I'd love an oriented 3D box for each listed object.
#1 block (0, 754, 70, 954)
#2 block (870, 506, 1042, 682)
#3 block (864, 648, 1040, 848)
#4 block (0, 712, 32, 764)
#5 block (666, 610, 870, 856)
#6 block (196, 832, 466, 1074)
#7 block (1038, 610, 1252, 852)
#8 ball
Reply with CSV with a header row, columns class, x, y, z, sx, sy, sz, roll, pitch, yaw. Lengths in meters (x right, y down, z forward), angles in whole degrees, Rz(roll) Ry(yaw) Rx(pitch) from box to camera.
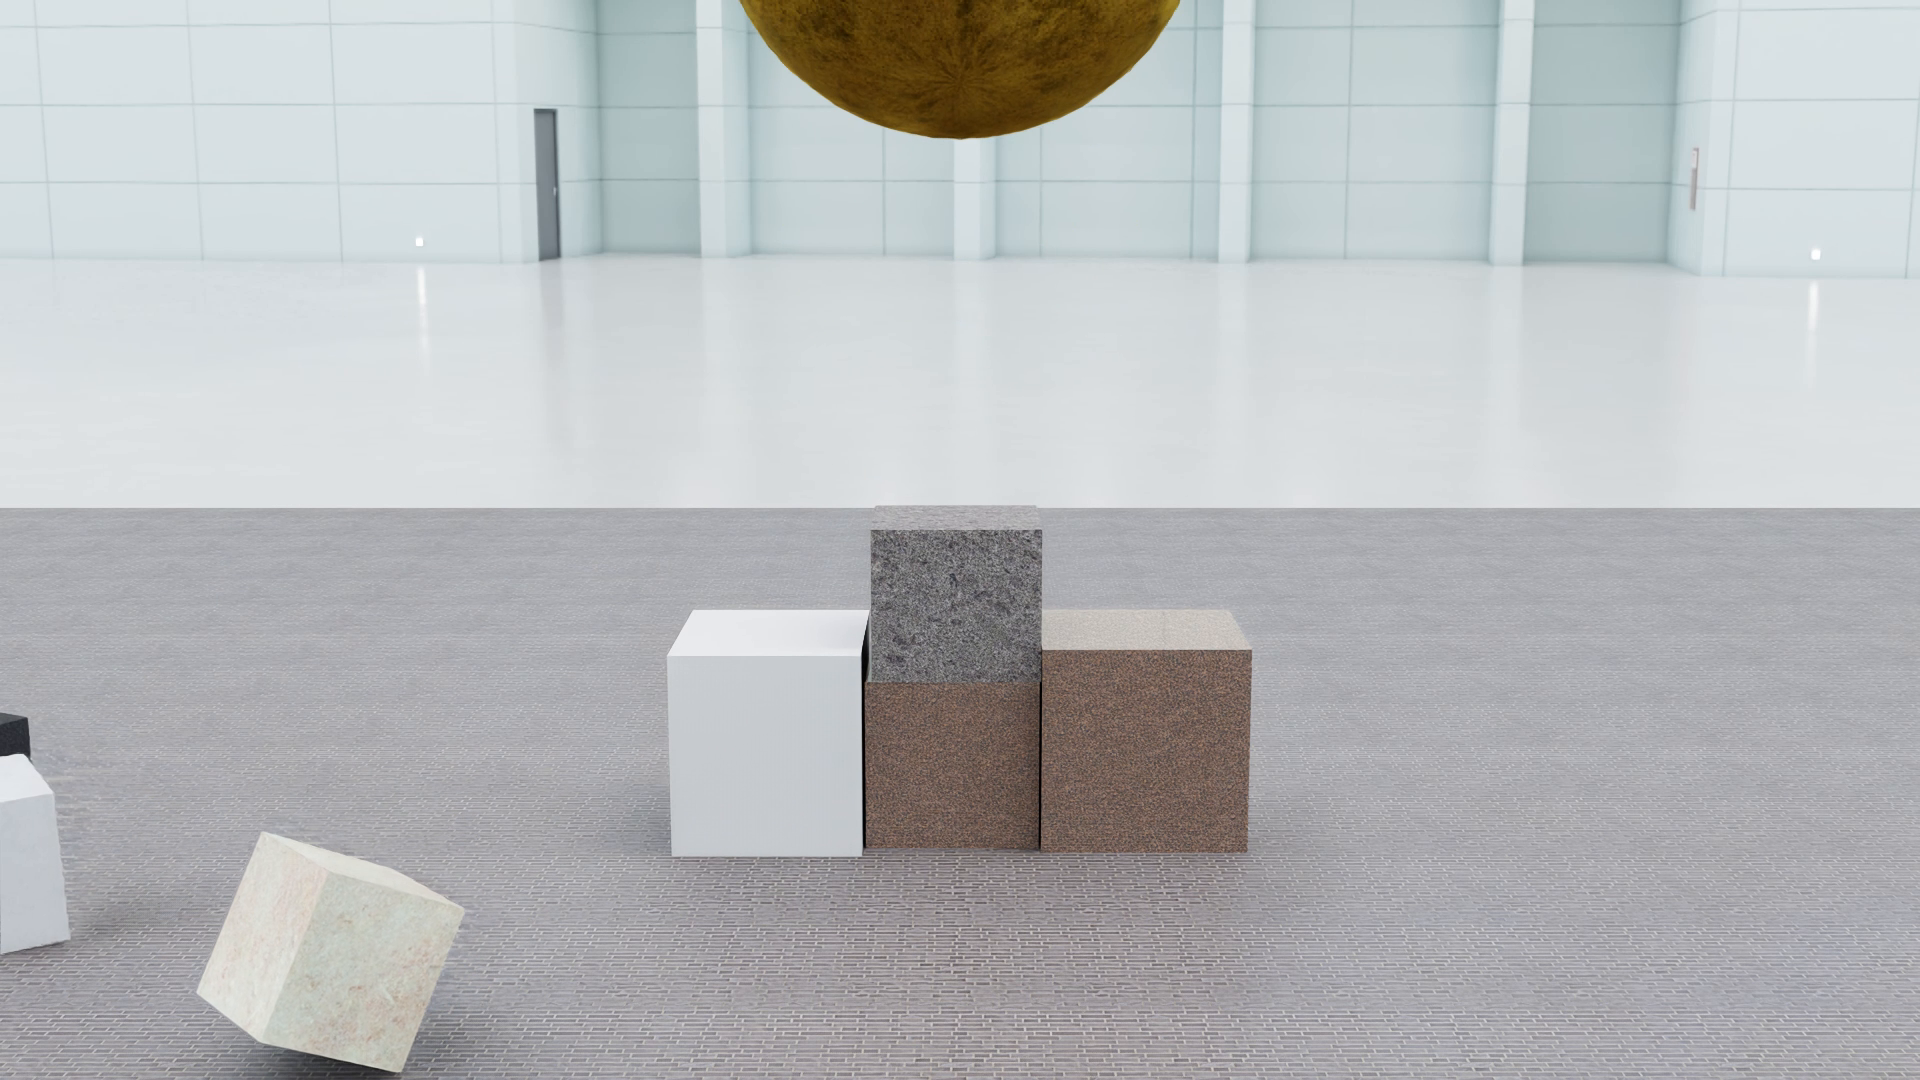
class,x,y,z,sx,sy,sz,roll,pitch,yaw
block,-4.403,1.418,9.810,0.616,0.678,0.740,-9,13,-31
block,-0.020,0.262,11.183,0.840,0.768,0.733,0,10,0
block,-0.038,1.052,11.379,0.867,0.858,0.829,0,10,0
block,-5.288,1.211,11.414,0.616,0.533,0.620,5,12,28
block,-0.959,0.973,11.357,0.944,1.022,1.067,0,10,0
block,-2.422,1.582,8.465,0.604,0.657,0.616,27,-9,-40
block,0.919,0.966,11.346,1.030,1.040,0.940,0,10,0
ball,0.000,-2.094,7.044,1.600,1.600,1.600,0,10,0
